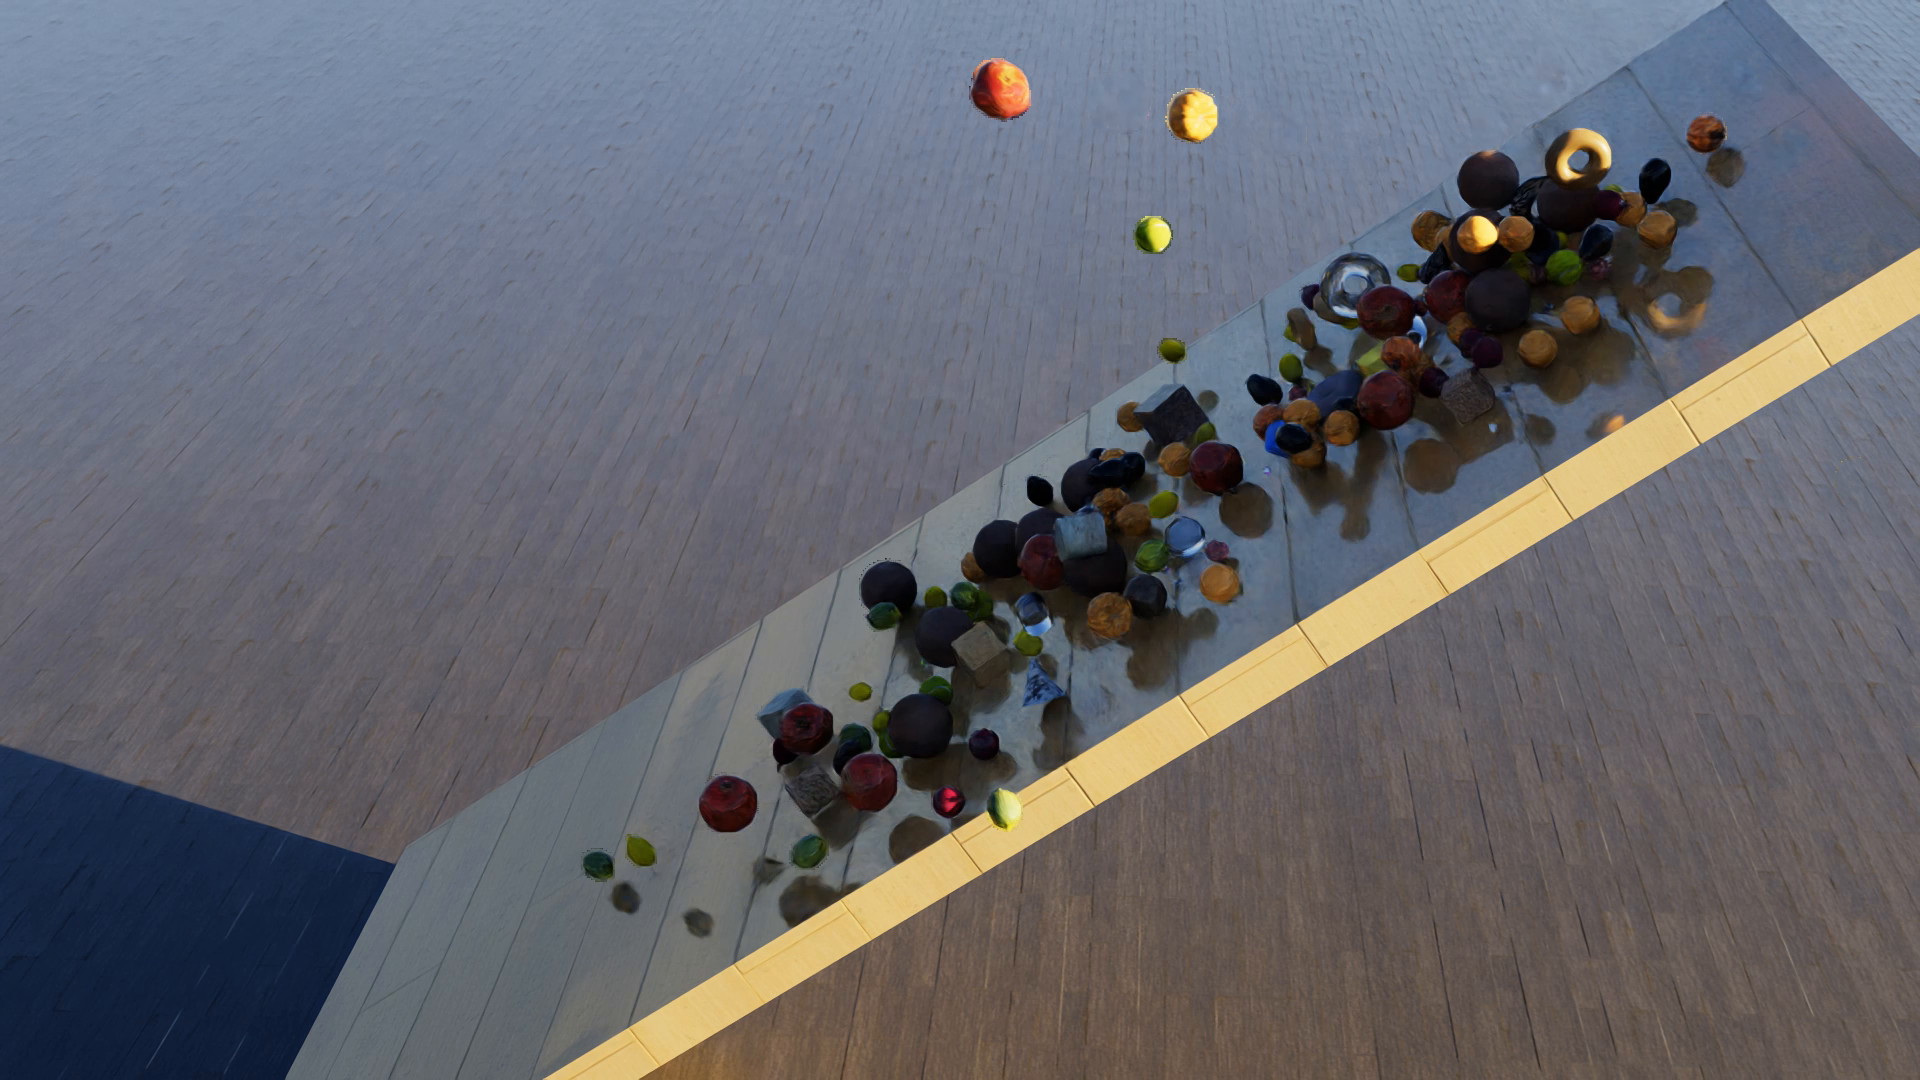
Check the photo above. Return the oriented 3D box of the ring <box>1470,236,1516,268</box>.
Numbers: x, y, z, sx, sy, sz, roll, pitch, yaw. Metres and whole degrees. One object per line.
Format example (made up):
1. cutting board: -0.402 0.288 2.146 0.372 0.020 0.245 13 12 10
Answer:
1. ring: 1.112 -0.599 6.137 0.094 0.031 0.094 -12 44 12

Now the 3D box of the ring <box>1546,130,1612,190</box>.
1. ring: 1.216 -0.747 5.785 0.130 0.130 0.043 0 31 0

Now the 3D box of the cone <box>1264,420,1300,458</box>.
1. cone: 0.622 -0.189 5.823 0.077 0.077 0.077 12 25 28

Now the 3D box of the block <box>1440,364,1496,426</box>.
1. block: 0.950 -0.272 5.505 0.069 0.069 0.069 -33 15 29

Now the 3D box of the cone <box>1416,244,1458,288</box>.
1. cone: 0.980 -0.573 6.007 0.083 0.083 0.083 2 36 -1

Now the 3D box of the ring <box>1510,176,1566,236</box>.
1. ring: 1.195 -0.689 6.085 0.131 0.131 0.044 -11 22 -25

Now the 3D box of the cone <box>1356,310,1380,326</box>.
1. cone: 0.871 -0.508 6.394 0.062 0.062 0.062 -34 16 11

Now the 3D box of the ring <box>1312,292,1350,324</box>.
1. ring: 0.798 -0.499 6.278 0.094 0.031 0.094 9 47 -9

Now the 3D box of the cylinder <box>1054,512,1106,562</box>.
1. cylinder: 0.239 -0.006 5.836 0.086 0.086 0.086 -8 22 -9

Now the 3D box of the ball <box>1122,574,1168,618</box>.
1. ball: 0.356 0.109 5.663 0.086 0.086 0.086 0 21 0

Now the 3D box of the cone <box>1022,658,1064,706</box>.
1. cone: 0.148 0.264 5.606 0.086 0.086 0.086 -16 1 0

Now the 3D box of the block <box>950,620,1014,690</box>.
1. block: 0.042 0.222 5.666 0.079 0.079 0.079 -35 59 -9

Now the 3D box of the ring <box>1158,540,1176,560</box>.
1. ring: 0.434 0.006 5.901 0.086 0.029 0.086 -36 18 13

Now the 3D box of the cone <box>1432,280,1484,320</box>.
1. cone: 1.031 -0.506 6.033 0.096 0.096 0.096 -5 16 32

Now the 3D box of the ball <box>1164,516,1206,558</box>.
1. ball: 0.444 -0.005 5.813 0.081 0.081 0.081 0 21 0

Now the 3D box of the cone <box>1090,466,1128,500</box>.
1. cone: 0.339 -0.116 6.457 0.078 0.078 0.078 18 28 39

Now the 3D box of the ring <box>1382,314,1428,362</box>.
1. ring: 0.906 -0.408 6.007 0.041 0.123 0.123 29 10 -24

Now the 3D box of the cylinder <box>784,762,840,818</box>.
1. cylinder: -0.297 0.503 5.917 0.082 0.082 0.082 -37 31 -8

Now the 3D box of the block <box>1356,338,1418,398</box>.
1. block: 0.858 -0.346 5.919 0.077 0.077 0.077 -37 15 -1

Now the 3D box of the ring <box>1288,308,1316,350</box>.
1. ring: 0.744 -0.460 6.400 0.034 0.103 0.103 -26 22 3

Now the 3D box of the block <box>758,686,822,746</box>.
1. block: -0.372 0.386 6.443 0.084 0.084 0.084 -18 24 50

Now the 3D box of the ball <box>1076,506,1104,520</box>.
1. ball: 0.261 -0.040 5.909 0.060 0.060 0.060 0 21 0

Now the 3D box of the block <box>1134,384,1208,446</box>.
1. block: 0.467 -0.277 6.528 0.099 0.099 0.099 -41 16 -15

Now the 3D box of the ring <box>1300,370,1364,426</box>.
1. ring: 0.761 -0.290 6.018 0.150 0.050 0.150 -35 16 12

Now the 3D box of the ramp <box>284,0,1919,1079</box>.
1. ramp: 0.135 0.174 6.307 4.000 0.100 2.000 -32 16 15

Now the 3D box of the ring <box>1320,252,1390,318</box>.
1. ring: 0.804 -0.518 5.982 0.145 0.145 0.048 2 33 4

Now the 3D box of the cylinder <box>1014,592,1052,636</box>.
1. cylinder: 0.144 0.145 5.762 0.060 0.060 0.060 -6 40 -16

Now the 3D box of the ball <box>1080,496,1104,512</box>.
1. ball: 0.282 -0.068 6.293 0.052 0.052 0.052 0 21 0

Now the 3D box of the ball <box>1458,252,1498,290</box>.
1. ball: 1.069 -0.554 6.063 0.080 0.080 0.080 0 21 0

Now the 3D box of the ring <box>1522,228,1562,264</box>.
1. ring: 1.158 -0.585 5.854 0.075 0.075 0.025 3 4 7
